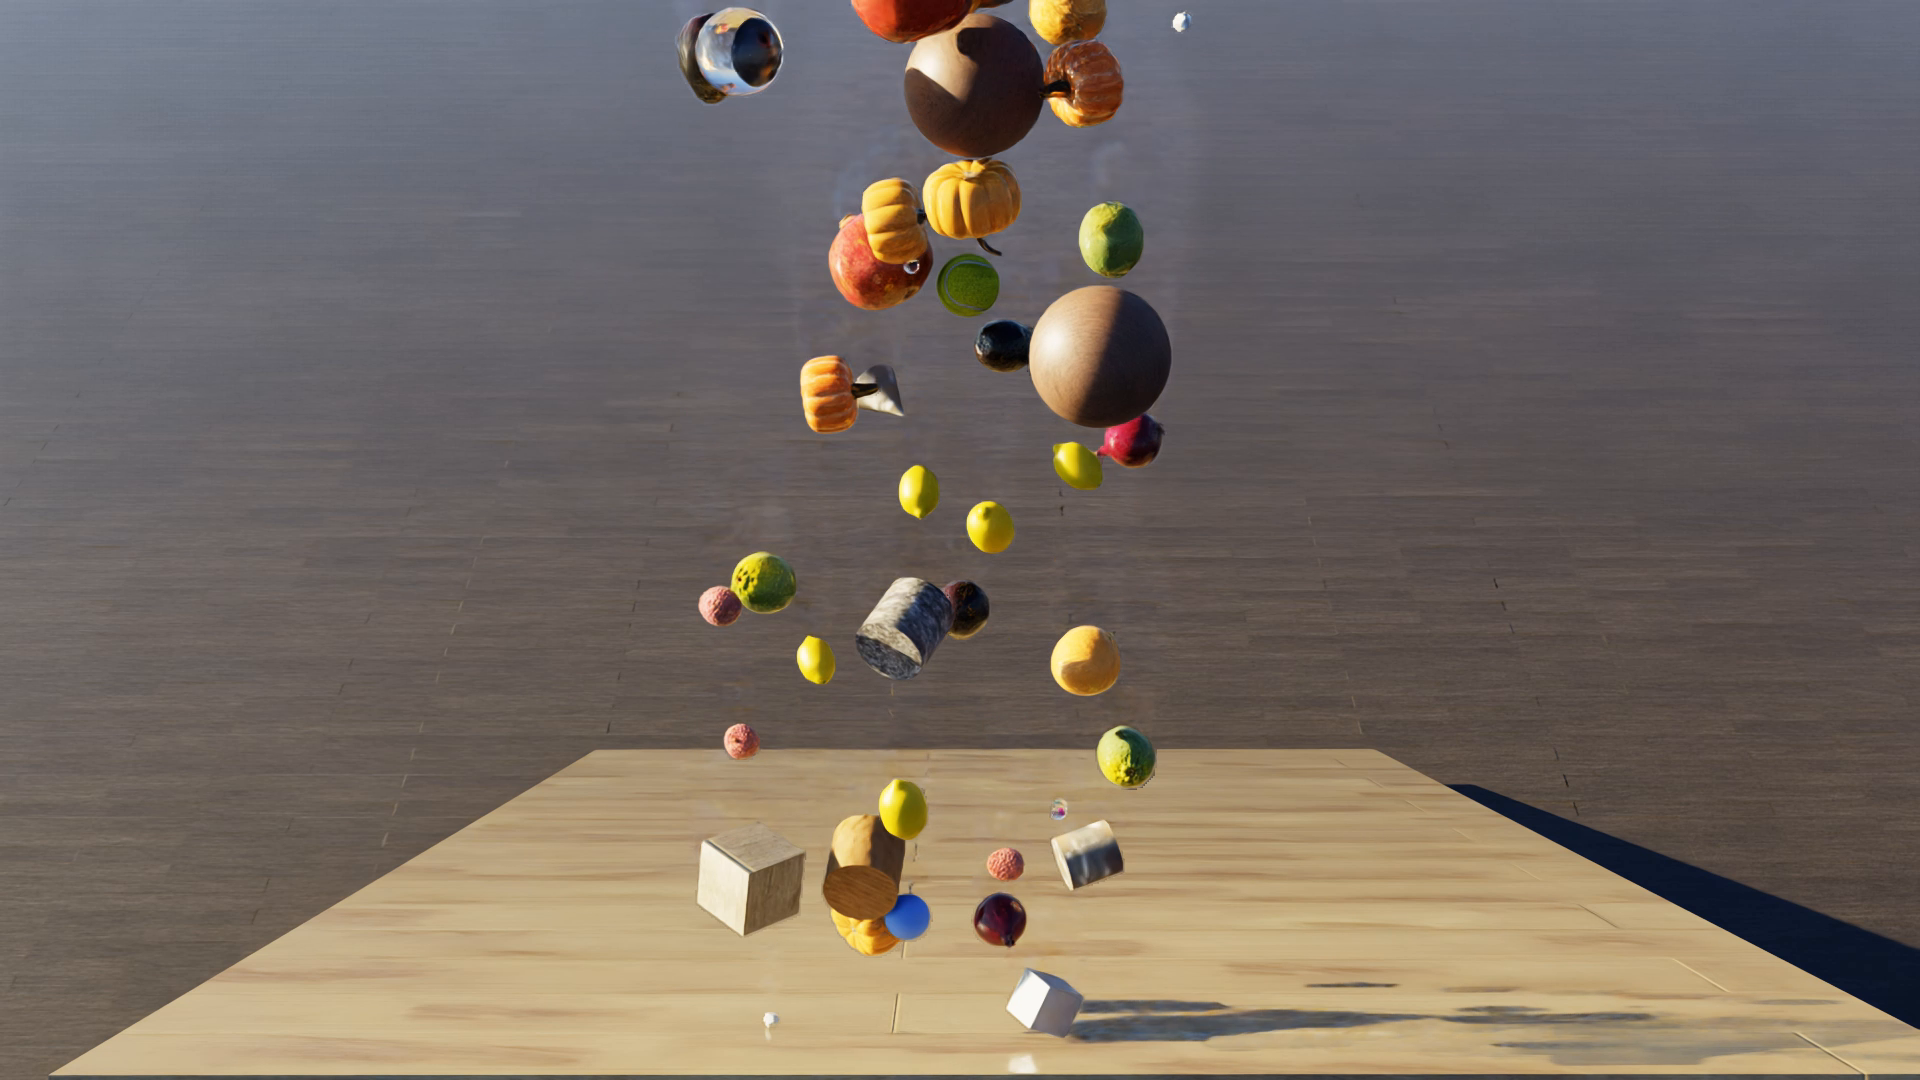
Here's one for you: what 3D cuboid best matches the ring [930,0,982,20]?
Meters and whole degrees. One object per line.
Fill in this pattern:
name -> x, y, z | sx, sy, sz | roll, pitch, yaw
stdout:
ring -> -0.003, -0.562, 2.578 | 0.029, 0.088, 0.088 | -2, 26, -35

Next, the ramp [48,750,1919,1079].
ramp -> 0.066, 0.592, 4.646 | 2.000, 0.100, 4.000 | 0, 0, 0

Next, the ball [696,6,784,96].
ball -> -0.198, -0.438, 2.319 | 0.079, 0.079, 0.079 | 0, 30, 0

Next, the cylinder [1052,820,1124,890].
cylinder -> 0.144, 0.356, 2.923 | 0.062, 0.062, 0.062 | -19, 33, -9

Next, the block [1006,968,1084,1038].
block -> 0.094, 0.508, 2.842 | 0.051, 0.051, 0.051 | 22, 4, -34

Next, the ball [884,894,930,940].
ball -> -0.059, 0.426, 2.920 | 0.052, 0.052, 0.052 | 0, 30, 0

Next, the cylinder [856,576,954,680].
cylinder -> -0.055, 0.090, 2.611 | 0.074, 0.074, 0.074 | 14, 45, 23

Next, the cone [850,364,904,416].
cone -> -0.076, -0.147, 2.739 | 0.057, 0.057, 0.057 | -21, 49, -32

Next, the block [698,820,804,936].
block -> -0.233, 0.376, 2.884 | 0.081, 0.081, 0.081 | -17, 34, -42
